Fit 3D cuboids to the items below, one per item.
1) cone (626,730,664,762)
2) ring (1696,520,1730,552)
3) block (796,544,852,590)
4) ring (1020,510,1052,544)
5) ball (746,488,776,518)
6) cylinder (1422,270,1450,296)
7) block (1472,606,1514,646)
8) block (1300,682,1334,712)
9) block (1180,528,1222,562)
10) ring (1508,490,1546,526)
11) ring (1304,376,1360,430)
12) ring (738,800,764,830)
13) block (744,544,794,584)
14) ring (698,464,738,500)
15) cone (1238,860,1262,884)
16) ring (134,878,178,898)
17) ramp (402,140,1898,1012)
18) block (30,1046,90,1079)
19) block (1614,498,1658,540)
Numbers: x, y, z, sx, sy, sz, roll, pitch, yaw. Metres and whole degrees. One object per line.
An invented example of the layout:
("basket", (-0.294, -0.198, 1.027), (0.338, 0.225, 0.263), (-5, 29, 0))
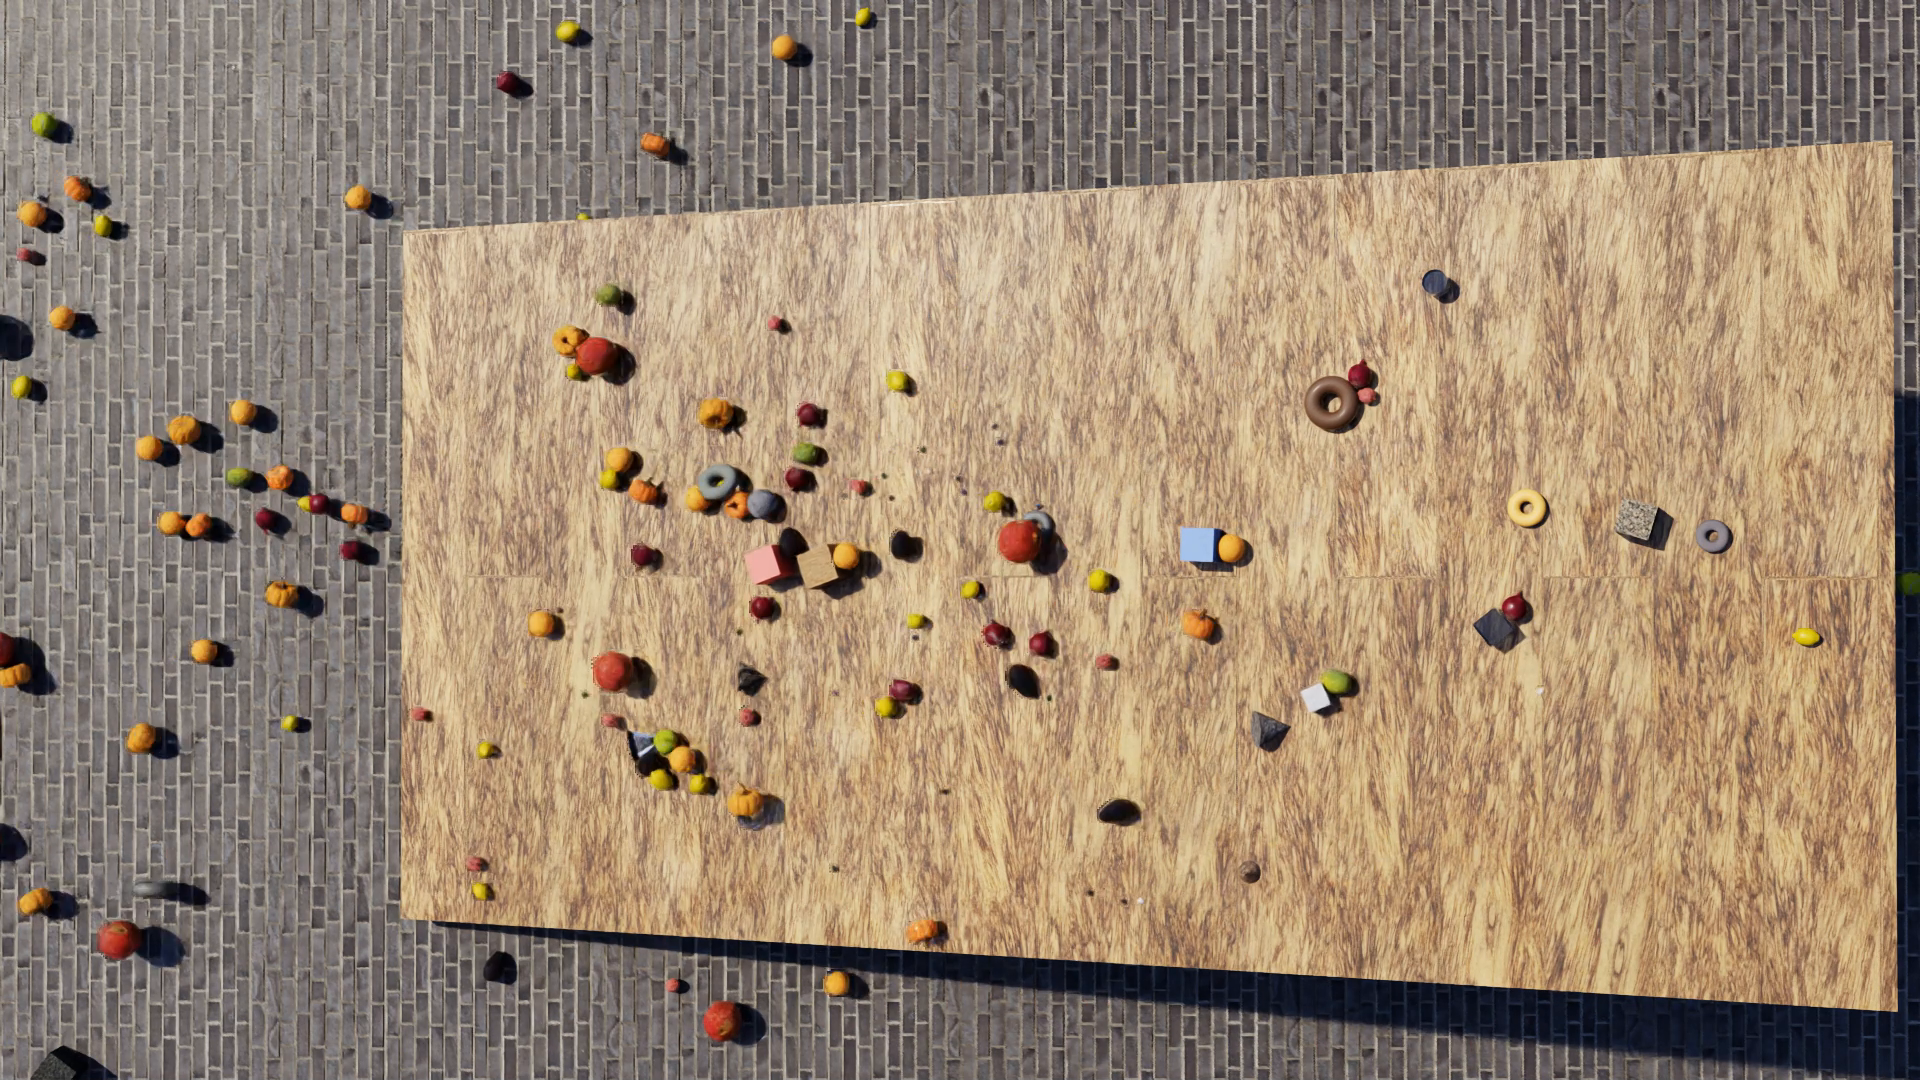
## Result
("cone", (-0.866, 0.560, 6.094), (0.096, 0.096, 0.096), (-13, 89, -8))
("ring", (1.770, -0.010, 5.171), (0.078, 0.026, 0.078), (0, 90, 23))
("block", (-0.364, 0.072, 5.894), (0.096, 0.096, 0.096), (-21, 82, 18))
("ring", (0.198, -0.034, 5.730), (0.089, 0.030, 0.089), (0, 90, 19))
("ball", (-0.537, -0.098, 5.965), (0.081, 0.081, 0.081), (0, 89, 0))
("cylinder", (1.164, -0.628, 5.377), (0.060, 0.060, 0.060), (0, 89, 20))
("block", (1.290, 0.210, 5.317), (0.068, 0.068, 0.068), (-41, 77, 15))
("block", (0.888, 0.391, 5.463), (0.057, 0.057, 0.057), (-24, 81, 18))
("block", (0.608, 0.012, 5.554), (0.084, 0.084, 0.084), (2, 90, 20))
("ring", (1.369, -0.078, 5.313), (0.092, 0.031, 0.092), (-1, 88, 19))
("ring", (0.924, -0.341, 5.467), (0.137, 0.046, 0.137), (0, 90, 18))
("ring", (-0.570, 0.750, 5.994), (0.080, 0.027, 0.080), (-1, 86, 22))
("block", (-0.518, 0.067, 5.954), (0.085, 0.085, 0.085), (-21, 82, 18))
("ring", (-0.659, -0.159, 5.996), (0.115, 0.038, 0.115), (-9, 55, 14))
("cone", (0.721, 0.837, 5.517), (0.058, 0.058, 0.058), (0, 89, 20))
("ring", (-2.345, 1.016, 6.409), (0.122, 0.122, 0.041), (-6, 72, 0))
("ramp", (0.280, 0.090, 5.768), (4.000, 0.100, 2.000), (0, 89, 20))
("block", (-2.627, 1.552, 6.418), (0.097, 0.097, 0.097), (37, 89, 0))
("block", (1.600, -0.049, 5.203), (0.082, 0.082, 0.082), (17, 95, 19))
